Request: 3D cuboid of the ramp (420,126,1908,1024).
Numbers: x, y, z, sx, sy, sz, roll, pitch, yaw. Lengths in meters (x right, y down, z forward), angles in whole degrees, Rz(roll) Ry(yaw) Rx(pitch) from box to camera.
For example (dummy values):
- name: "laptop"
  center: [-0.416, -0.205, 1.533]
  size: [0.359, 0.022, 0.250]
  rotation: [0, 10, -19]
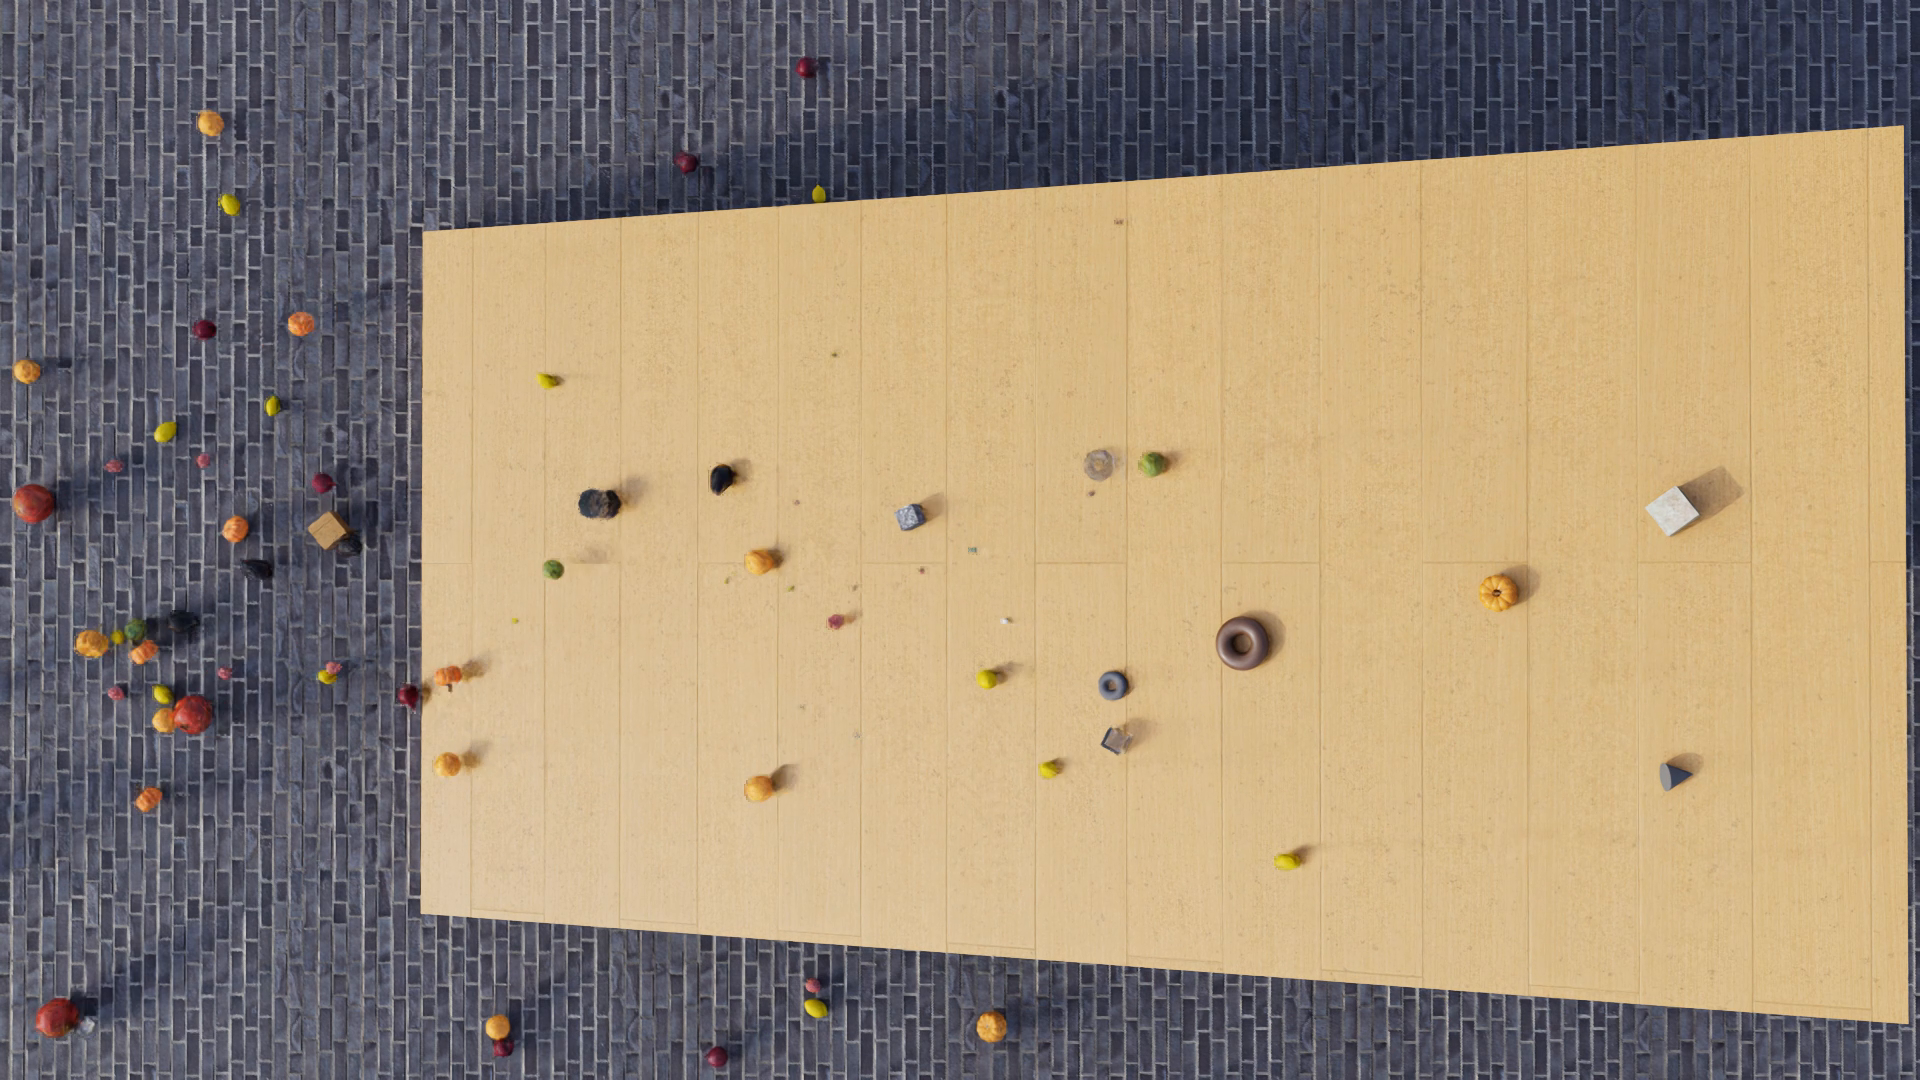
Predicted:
- name: "ramp"
  center: [0.283, 0.085, 5.720]
  size: [4.000, 0.100, 2.000]
  rotation: [0, 89, 23]

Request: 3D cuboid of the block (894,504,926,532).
- name: "block"
  center: [-0.131, -0.060, 5.813]
  size: [0.054, 0.054, 0.054]
  rotation: [-26, 80, 21]

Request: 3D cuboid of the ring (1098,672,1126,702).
- name: "ring"
  center: [0.389, 0.372, 5.604]
  size: [0.077, 0.026, 0.077]
  rotation: [0, 90, 22]

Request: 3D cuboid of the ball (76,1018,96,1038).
- name: "ball"
  center: [-2.581, 1.440, 6.489]
  size: [0.056, 0.056, 0.056]
  rotation: [0, 89, 0]

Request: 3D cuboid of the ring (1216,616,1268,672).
- name: "ring"
  center: [0.701, 0.257, 5.462]
  size: [0.137, 0.046, 0.137]
  rotation: [-1, 88, 24]

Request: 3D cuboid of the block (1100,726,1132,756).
- name: "block"
  center: [0.398, 0.509, 5.583]
  size: [0.052, 0.052, 0.052]
  rotation: [30, 101, 20]

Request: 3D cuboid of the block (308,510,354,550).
- name: "block"
  center: [-1.862, -0.028, 6.505]
  size: [0.082, 0.082, 0.082]
  rotation: [-39, 89, 0]

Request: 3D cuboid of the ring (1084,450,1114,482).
- name: "ring"
  center: [0.355, -0.192, 5.624]
  size: [0.083, 0.028, 0.083]
  rotation: [0, 90, 22]

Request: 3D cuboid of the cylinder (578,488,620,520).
- name: "cylinder"
  center: [-1.012, -0.101, 6.170]
  size: [0.083, 0.083, 0.083]
  rotation: [0, 89, 23]

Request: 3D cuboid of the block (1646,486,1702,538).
- name: "block"
  center: [1.638, -0.066, 5.049]
  size: [0.084, 0.084, 0.084]
  rotation: [-39, 75, 18]
